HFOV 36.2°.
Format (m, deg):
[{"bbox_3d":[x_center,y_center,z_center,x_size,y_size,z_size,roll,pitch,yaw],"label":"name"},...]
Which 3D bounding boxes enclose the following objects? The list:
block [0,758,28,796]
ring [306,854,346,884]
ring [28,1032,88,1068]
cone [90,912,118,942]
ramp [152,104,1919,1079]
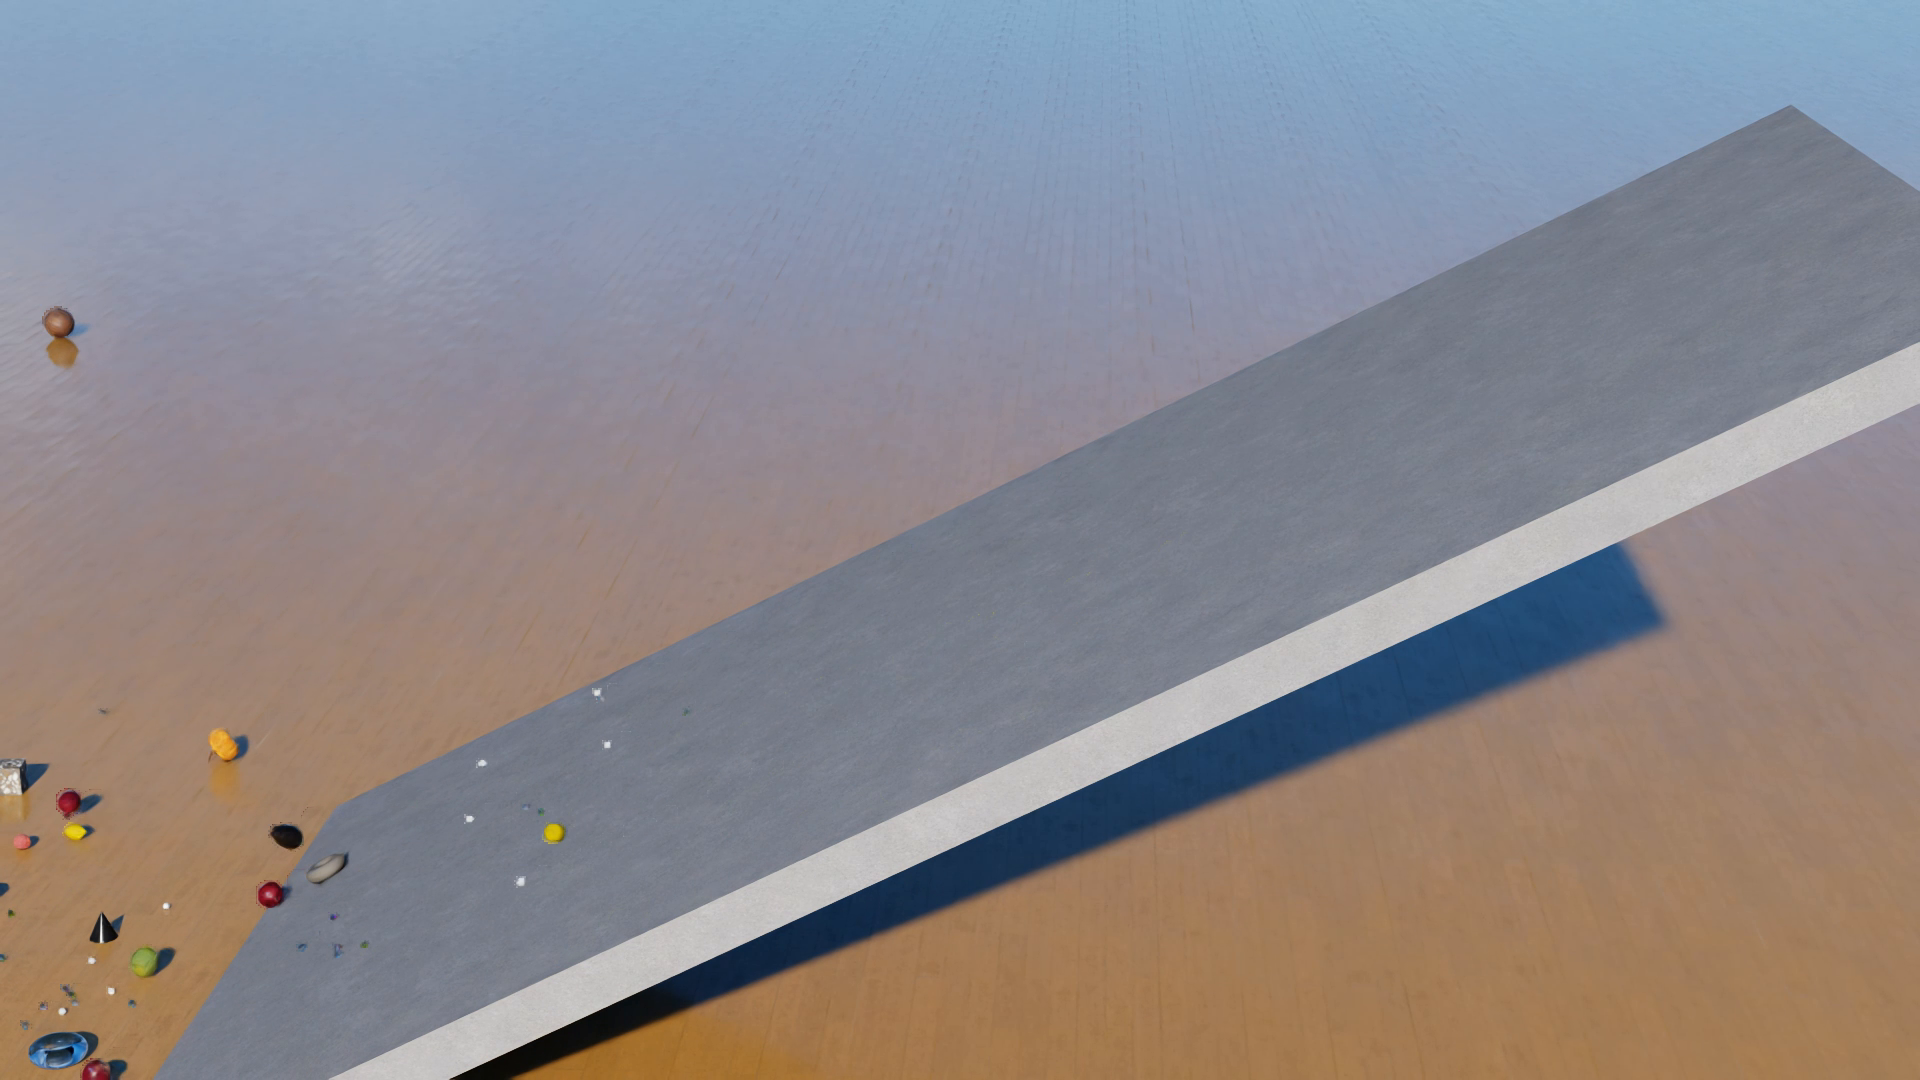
[{"bbox_3d":[-2.558,0.638,7.914,0.076,0.076,0.076,-1,17,-4],"label":"block"},{"bbox_3d":[-1.503,0.778,6.972,0.101,0.034,0.101,-27,12,6],"label":"ring"},{"bbox_3d":[-1.965,1.112,6.410,0.126,0.042,0.126,0,18,0],"label":"ring"},{"bbox_3d":[-2.044,0.916,7.013,0.067,0.067,0.067,0,17,0],"label":"cone"},{"bbox_3d":[0.140,0.168,6.281,4.000,0.100,2.000,-26,14,10],"label":"ramp"}]
